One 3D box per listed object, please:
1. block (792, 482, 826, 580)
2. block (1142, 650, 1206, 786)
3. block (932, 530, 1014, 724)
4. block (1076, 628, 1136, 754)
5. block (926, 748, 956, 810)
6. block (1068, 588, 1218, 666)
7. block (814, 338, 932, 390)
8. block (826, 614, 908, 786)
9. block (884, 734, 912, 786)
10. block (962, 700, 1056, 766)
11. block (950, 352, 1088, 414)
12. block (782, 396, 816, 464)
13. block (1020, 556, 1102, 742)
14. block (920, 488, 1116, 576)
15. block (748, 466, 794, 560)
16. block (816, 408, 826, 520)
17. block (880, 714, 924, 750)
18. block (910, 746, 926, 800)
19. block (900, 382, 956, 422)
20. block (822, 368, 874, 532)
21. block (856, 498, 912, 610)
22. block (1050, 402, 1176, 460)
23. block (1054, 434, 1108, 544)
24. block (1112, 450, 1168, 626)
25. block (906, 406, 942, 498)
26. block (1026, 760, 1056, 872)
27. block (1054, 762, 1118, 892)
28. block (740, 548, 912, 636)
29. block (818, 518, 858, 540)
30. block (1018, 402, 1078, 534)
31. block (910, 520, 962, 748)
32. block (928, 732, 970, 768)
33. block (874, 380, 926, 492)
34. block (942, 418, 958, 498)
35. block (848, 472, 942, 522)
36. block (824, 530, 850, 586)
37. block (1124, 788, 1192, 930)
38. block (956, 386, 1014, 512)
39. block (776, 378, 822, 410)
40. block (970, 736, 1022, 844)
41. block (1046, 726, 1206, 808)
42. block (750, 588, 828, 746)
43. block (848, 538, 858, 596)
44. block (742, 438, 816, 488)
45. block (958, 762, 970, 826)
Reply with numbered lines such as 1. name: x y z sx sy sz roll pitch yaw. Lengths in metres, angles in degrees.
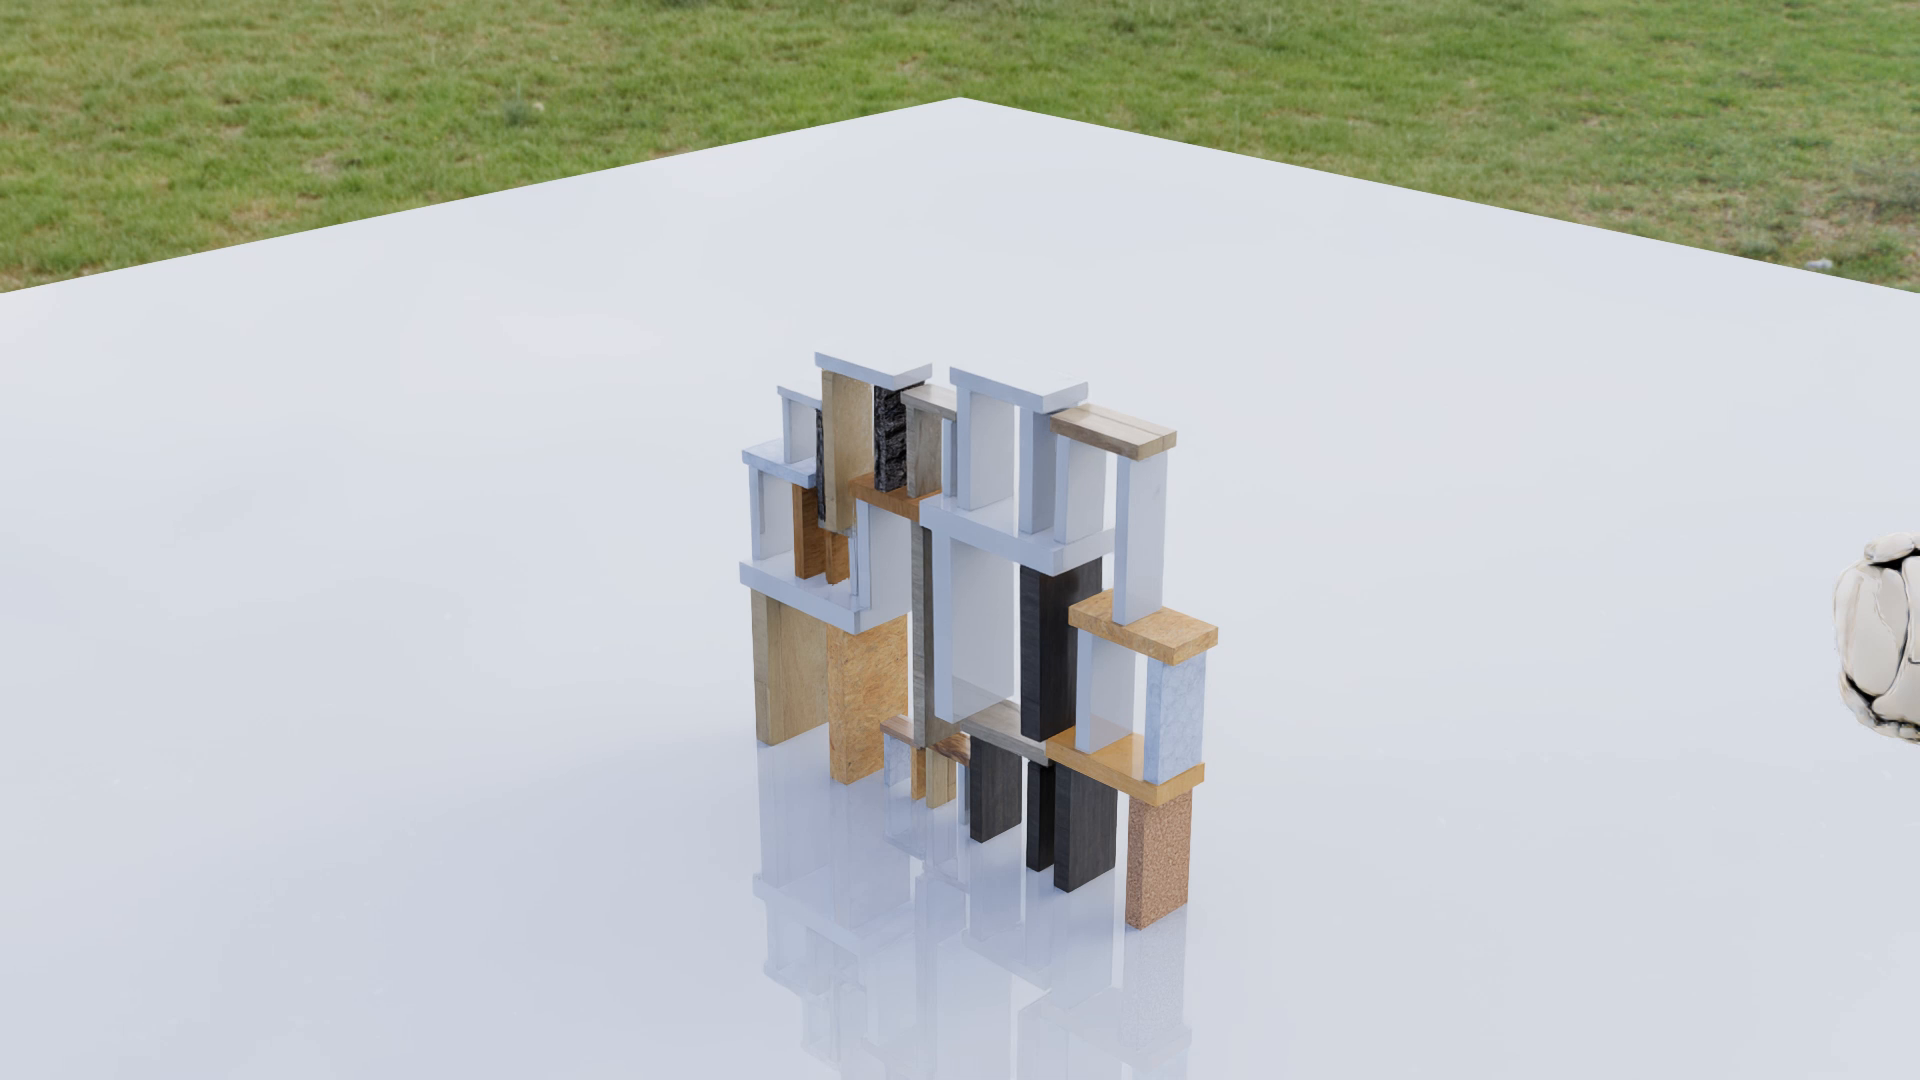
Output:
1. block: -0.294 -0.032 4.526 0.029 0.206 0.103 21 31 41
2. block: 0.385 0.305 3.936 0.035 0.246 0.123 21 31 40
3. block: 0.027 0.144 4.251 0.049 0.392 0.172 20 30 41
4. block: 0.268 0.260 4.042 0.035 0.246 0.123 21 31 41
5. block: -0.038 0.473 4.471 0.019 0.137 0.068 21 31 41
6. block: 0.327 0.153 3.935 0.246 0.035 0.123 21 31 40
7. block: -0.168 -0.340 4.251 0.214 0.030 0.107 20 31 38
8. block: -0.190 0.313 4.566 0.051 0.357 0.179 21 31 41
9. block: -0.130 0.445 4.557 0.017 0.121 0.060 21 31 41
10. block: 0.125 0.370 4.248 0.115 0.033 0.230 -21 28 -40
11. block: 0.105 -0.286 3.988 0.118 0.034 0.237 -21 30 -40
12. block: -0.328 -0.232 4.479 0.020 0.140 0.070 21 31 41
13. block: 0.189 0.187 4.089 0.049 0.345 0.172 20 30 41
14. block: 0.106 -0.028 4.090 0.172 0.049 0.345 -21 31 -40
15. block: -0.391 -0.070 4.616 0.029 0.206 0.103 21 31 41
16. block: -0.259 -0.161 4.431 0.020 0.236 0.070 16 27 33
17. block: -0.101 0.393 4.504 0.121 0.017 0.060 21 31 41
18. block: -0.073 0.467 4.505 0.017 0.121 0.060 21 31 41
19. block: -0.031 -0.259 4.151 0.077 0.022 0.154 -21 31 -40
20. block: -0.222 -0.190 4.371 0.030 0.339 0.107 20 31 38
21. block: -0.150 0.014 4.388 0.116 0.231 0.033 -21 30 -41
22. block: 0.267 -0.191 3.849 0.204 0.029 0.102 21 31 40
23. block: 0.217 -0.103 3.941 0.029 0.204 0.102 22 32 40
24. block: 0.317 -0.012 3.872 0.029 0.317 0.102 21 31 40
25. block: -0.067 -0.179 4.224 0.077 0.185 0.022 -21 31 -40
26. block: 0.180 0.516 4.250 0.033 0.230 0.115 21 31 41
27. block: 0.240 0.523 4.182 0.038 0.271 0.135 21 31 41
28. block: -0.274 0.092 4.563 0.179 0.051 0.357 -22 31 -40
29. block: -0.221 -0.030 4.448 0.122 0.017 0.061 17 29 35
30. block: 0.160 -0.140 3.988 0.118 0.237 0.034 -21 31 -40
31. block: -0.041 0.172 4.337 0.033 0.483 0.116 21 31 41
32. block: -0.006 0.413 4.411 0.068 0.019 0.137 -21 31 -41
33. block: -0.117 -0.209 4.258 0.107 0.214 0.030 -21 32 -41
34. block: 0.002 -0.164 4.154 0.077 0.154 0.022 -21 32 -40
35. block: -0.097 -0.087 4.287 0.116 0.033 0.231 -21 31 -41
36. block: -0.248 0.025 4.501 0.017 0.122 0.061 16 29 34
37. block: 0.368 0.573 4.065 0.038 0.271 0.135 21 31 41
38. block: 0.048 -0.183 4.091 0.118 0.237 0.034 -21 31 -40
39. block: -0.296 -0.294 4.417 0.070 0.020 0.140 -19 29 -39
40. block: 0.072 0.474 4.350 0.115 0.229 0.033 -21 31 -41
41. block: 0.303 0.406 4.062 0.271 0.038 0.135 21 31 40
42. block: -0.358 0.247 4.721 0.051 0.357 0.179 21 31 41
43. block: -0.195 0.046 4.449 0.017 0.122 0.061 20 31 40
44. block: -0.343 -0.159 4.525 0.206 0.029 0.103 22 31 40
45. block: 0.027 0.498 4.412 0.019 0.137 0.068 21 31 41
